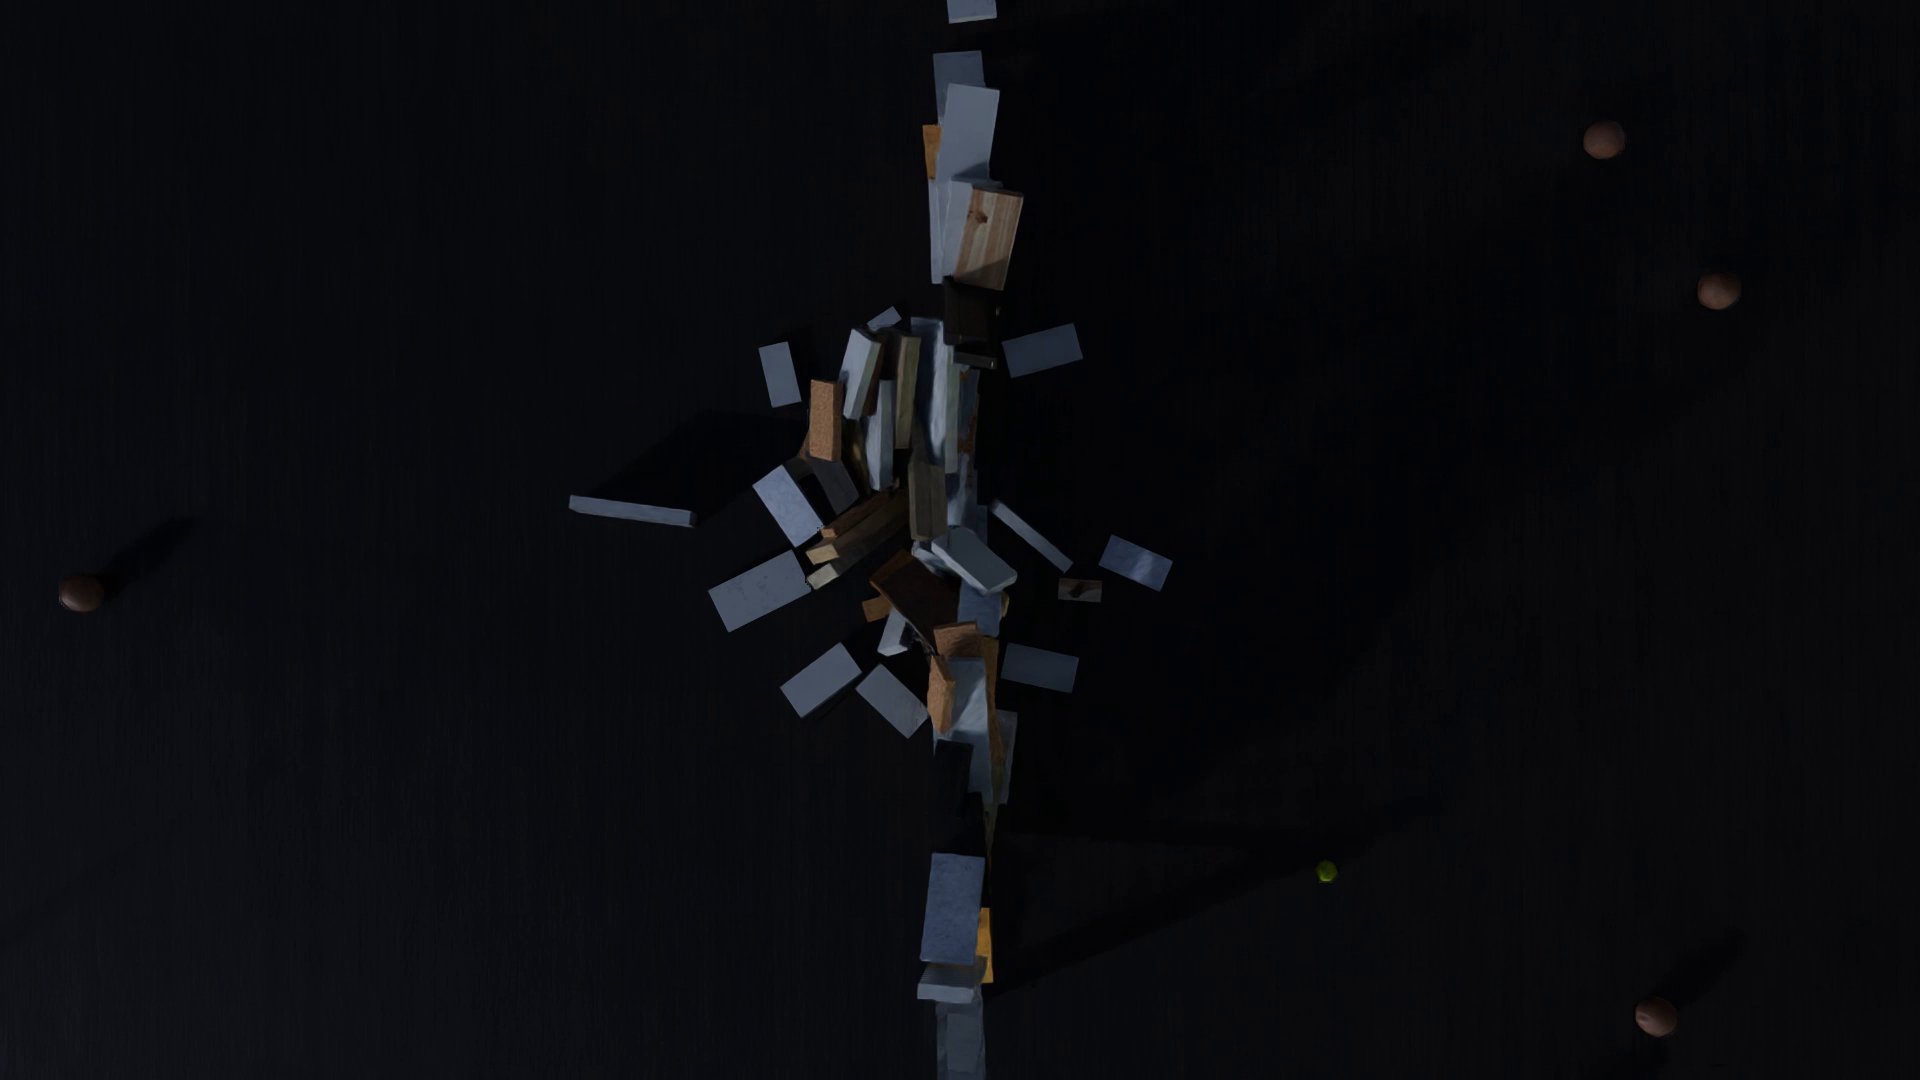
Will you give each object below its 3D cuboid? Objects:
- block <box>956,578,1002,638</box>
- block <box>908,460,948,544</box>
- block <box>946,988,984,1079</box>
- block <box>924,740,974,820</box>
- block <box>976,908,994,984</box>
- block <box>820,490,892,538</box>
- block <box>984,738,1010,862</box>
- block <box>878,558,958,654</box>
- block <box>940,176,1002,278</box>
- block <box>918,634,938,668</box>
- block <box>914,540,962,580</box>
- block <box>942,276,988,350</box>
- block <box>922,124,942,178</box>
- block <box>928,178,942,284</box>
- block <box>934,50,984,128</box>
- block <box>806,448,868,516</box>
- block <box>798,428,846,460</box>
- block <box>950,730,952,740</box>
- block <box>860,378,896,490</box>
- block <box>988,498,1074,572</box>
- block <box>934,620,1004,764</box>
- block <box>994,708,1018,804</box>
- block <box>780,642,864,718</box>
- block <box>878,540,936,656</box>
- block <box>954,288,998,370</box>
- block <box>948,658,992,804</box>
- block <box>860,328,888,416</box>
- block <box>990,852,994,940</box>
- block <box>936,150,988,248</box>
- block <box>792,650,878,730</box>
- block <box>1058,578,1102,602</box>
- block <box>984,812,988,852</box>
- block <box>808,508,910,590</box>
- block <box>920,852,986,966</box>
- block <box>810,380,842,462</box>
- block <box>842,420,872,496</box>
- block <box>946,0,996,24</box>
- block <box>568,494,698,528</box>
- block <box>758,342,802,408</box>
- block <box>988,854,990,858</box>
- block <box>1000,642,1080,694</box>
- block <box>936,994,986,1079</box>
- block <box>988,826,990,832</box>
[{"bbox_3d":[0.062,0.182,4.997,0.127,0.254,0.036,10,132,-3],"label":"block"},{"bbox_3d":[-0.101,-0.117,5.199,0.121,0.034,0.258,13,62,-33],"label":"block"},{"bbox_3d":[0.009,1.374,5.283,0.108,0.031,0.942,-2,65,0],"label":"block"},{"bbox_3d":[-0.031,0.706,4.869,0.110,0.031,0.220,7,70,10],"label":"block"},{"bbox_3d":[0.012,1.208,5.011,0.168,0.048,0.383,1,129,6],"label":"block"},{"bbox_3d":[-0.332,-0.081,5.248,0.223,0.112,0.032,-36,101,-23],"label":"block"},{"bbox_3d":[0.045,0.825,5.109,0.146,0.041,0.498,11,115,5],"label":"block"},{"bbox_3d":[-0.104,0.199,5.039,0.146,0.041,0.292,-36,61,-12],"label":"block"},{"bbox_3d":[0.033,-0.986,5.230,0.159,0.045,0.319,5,122,-6],"label":"block"},{"bbox_3d":[-0.036,0.379,5.210,0.131,0.037,0.371,-12,132,3],"label":"block"},{"bbox_3d":[-0.033,0.067,5.158,0.223,0.112,0.032,27,108,-6],"label":"block"},{"bbox_3d":[0.011,-0.724,5.145,0.126,0.516,0.036,9,121,-6],"label":"block"},{"bbox_3d":[-0.015,-1.120,5.412,0.169,0.048,0.486,-6,105,0],"label":"block"},{"bbox_3d":[-0.013,-1.011,5.393,0.169,0.048,0.338,-2,105,-1],"label":"block"},{"bbox_3d":[0.000,-1.475,5.387,0.160,0.045,0.320,-4,54,0],"label":"block"},{"bbox_3d":[-0.403,-0.212,5.345,0.123,0.035,0.247,-40,69,34],"label":"block"},{"bbox_3d":[-0.423,-0.283,5.436,0.199,0.028,0.099,22,95,6],"label":"block"},{"bbox_3d":[0.029,0.584,5.205,0.131,0.037,0.261,-13,103,-5],"label":"block"},{"bbox_3d":[-0.278,-0.347,5.312,0.050,0.176,0.353,-5,103,-33],"label":"block"},{"bbox_3d":[0.229,-0.017,5.397,0.310,0.155,0.044,40,93,-10],"label":"block"},{"bbox_3d":[0.028,0.461,4.928,0.127,0.036,0.443,-9,105,10],"label":"block"},{"bbox_3d":[0.088,0.664,5.087,0.149,0.042,0.299,8,111,6],"label":"block"},{"bbox_3d":[-0.457,0.464,5.466,0.253,0.036,0.126,-37,77,1],"label":"block"},{"bbox_3d":[-0.150,0.164,5.310,0.042,0.149,0.422,28,66,-22],"label":"block"},{"bbox_3d":[0.047,-0.685,5.166,0.130,0.587,0.037,9,120,-5],"label":"block"},{"bbox_3d":[0.031,0.571,4.923,0.110,0.031,0.455,-1,106,8],"label":"block"},{"bbox_3d":[-0.304,-0.535,5.248,0.037,0.130,0.260,4,103,-35],"label":"block"},{"bbox_3d":[0.029,1.144,5.352,0.149,0.042,0.299,-1,65,0],"label":"block"},{"bbox_3d":[0.011,-1.083,5.269,0.160,0.045,0.320,-4,108,-1],"label":"block"},{"bbox_3d":[-0.413,0.499,5.490,0.328,0.020,0.072,-41,90,0],"label":"block"},{"bbox_3d":[0.399,0.166,5.490,0.143,0.020,0.072,4,90,0],"label":"block"},{"bbox_3d":[-0.002,0.978,4.972,0.168,0.048,0.336,2,105,6],"label":"block"},{"bbox_3d":[-0.318,0.024,5.287,0.353,0.176,0.050,-39,95,-33],"label":"block"},{"bbox_3d":[-0.020,1.067,4.768,0.154,0.044,0.308,5,69,6],"label":"block"},{"bbox_3d":[-0.429,-0.384,5.280,0.035,0.123,0.247,-8,106,-40],"label":"block"},{"bbox_3d":[-0.336,-0.262,5.334,0.021,0.075,0.256,-5,85,-42],"label":"block"},{"bbox_3d":[-0.025,-2.315,5.477,0.159,0.045,1.177,-7,90,0],"label":"block"},{"bbox_3d":[-1.071,-0.093,5.421,0.393,0.155,0.044,7,85,0],"label":"block"},{"bbox_3d":[-0.598,-0.550,5.486,0.099,0.028,0.203,-13,90,0],"label":"block"},{"bbox_3d":[0.017,1.090,5.148,0.129,0.036,0.257,7,115,6],"label":"block"},{"bbox_3d":[0.264,0.424,5.483,0.242,0.034,0.121,12,90,0],"label":"block"},{"bbox_3d":[0.020,1.983,4.906,0.154,1.477,0.044,-2,128,0],"label":"block"},{"bbox_3d":[0.013,1.001,5.148,0.129,0.036,0.257,8,115,5],"label":"block"}]
